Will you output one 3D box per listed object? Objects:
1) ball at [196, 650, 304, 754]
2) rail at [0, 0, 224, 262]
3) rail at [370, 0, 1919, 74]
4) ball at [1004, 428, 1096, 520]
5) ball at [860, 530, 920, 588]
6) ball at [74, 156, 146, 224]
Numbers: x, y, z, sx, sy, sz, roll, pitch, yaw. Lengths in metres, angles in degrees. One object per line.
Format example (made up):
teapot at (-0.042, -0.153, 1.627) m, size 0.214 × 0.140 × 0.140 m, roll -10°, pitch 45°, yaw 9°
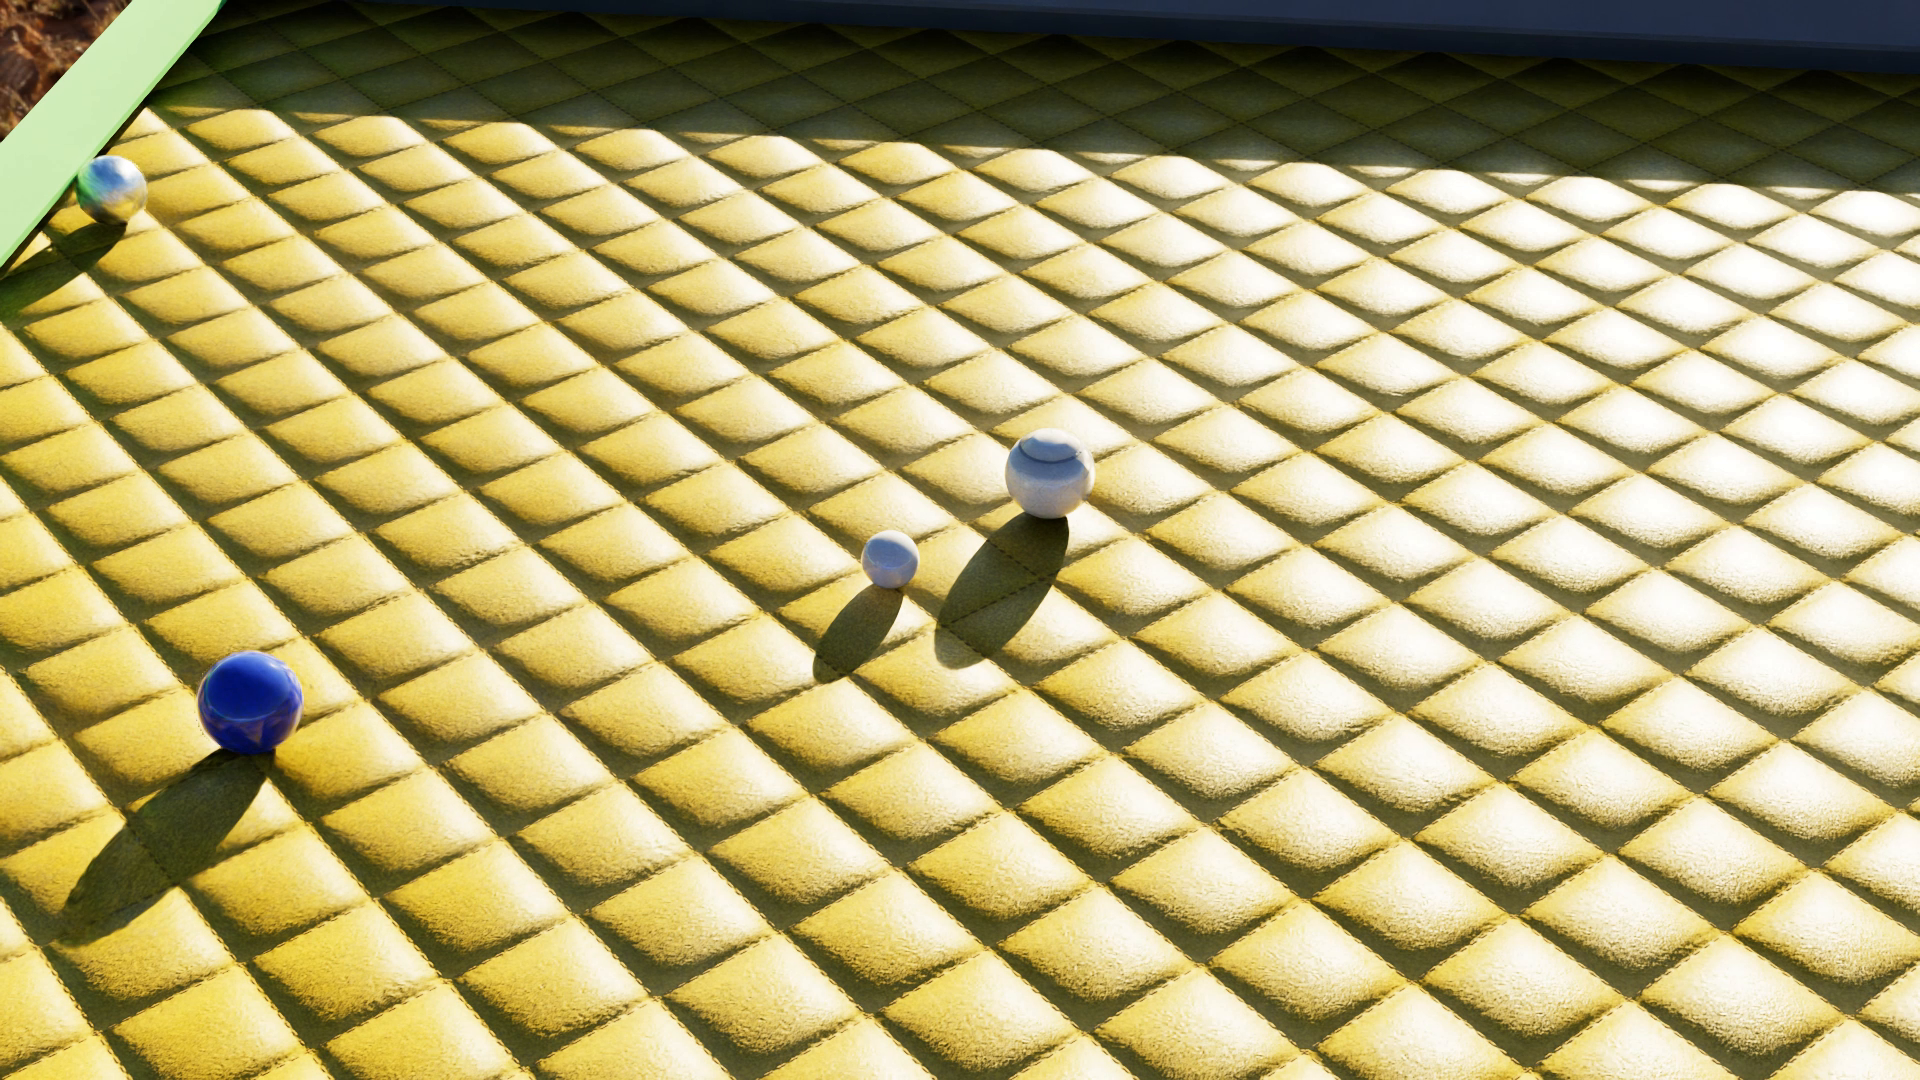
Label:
ball at (-0.460, 0.105, 1.662) m, size 0.067 × 0.067 × 0.067 m, roll 0°, pitch 35°, yaw 0°
rail at (-0.845, -0.067, 1.886) m, size 0.045 × 0.089 × 1.873 m, roll 4°, pitch 35°, yaw 5°
rail at (0.970, -0.479, 2.470) m, size 3.495 × 0.089 × 0.045 m, roll 4°, pitch 35°, yaw 5°
ball at (0.066, -0.049, 1.881) m, size 0.067 × 0.067 × 0.067 m, roll 0°, pitch 35°, yaw 0°
ball at (-0.049, 0.014, 1.815) m, size 0.042 × 0.042 × 0.042 m, roll 0°, pitch 35°, yaw 0°
ball at (-0.746, -0.307, 2.252) m, size 0.060 × 0.060 × 0.060 m, roll 0°, pitch 35°, yaw 0°
